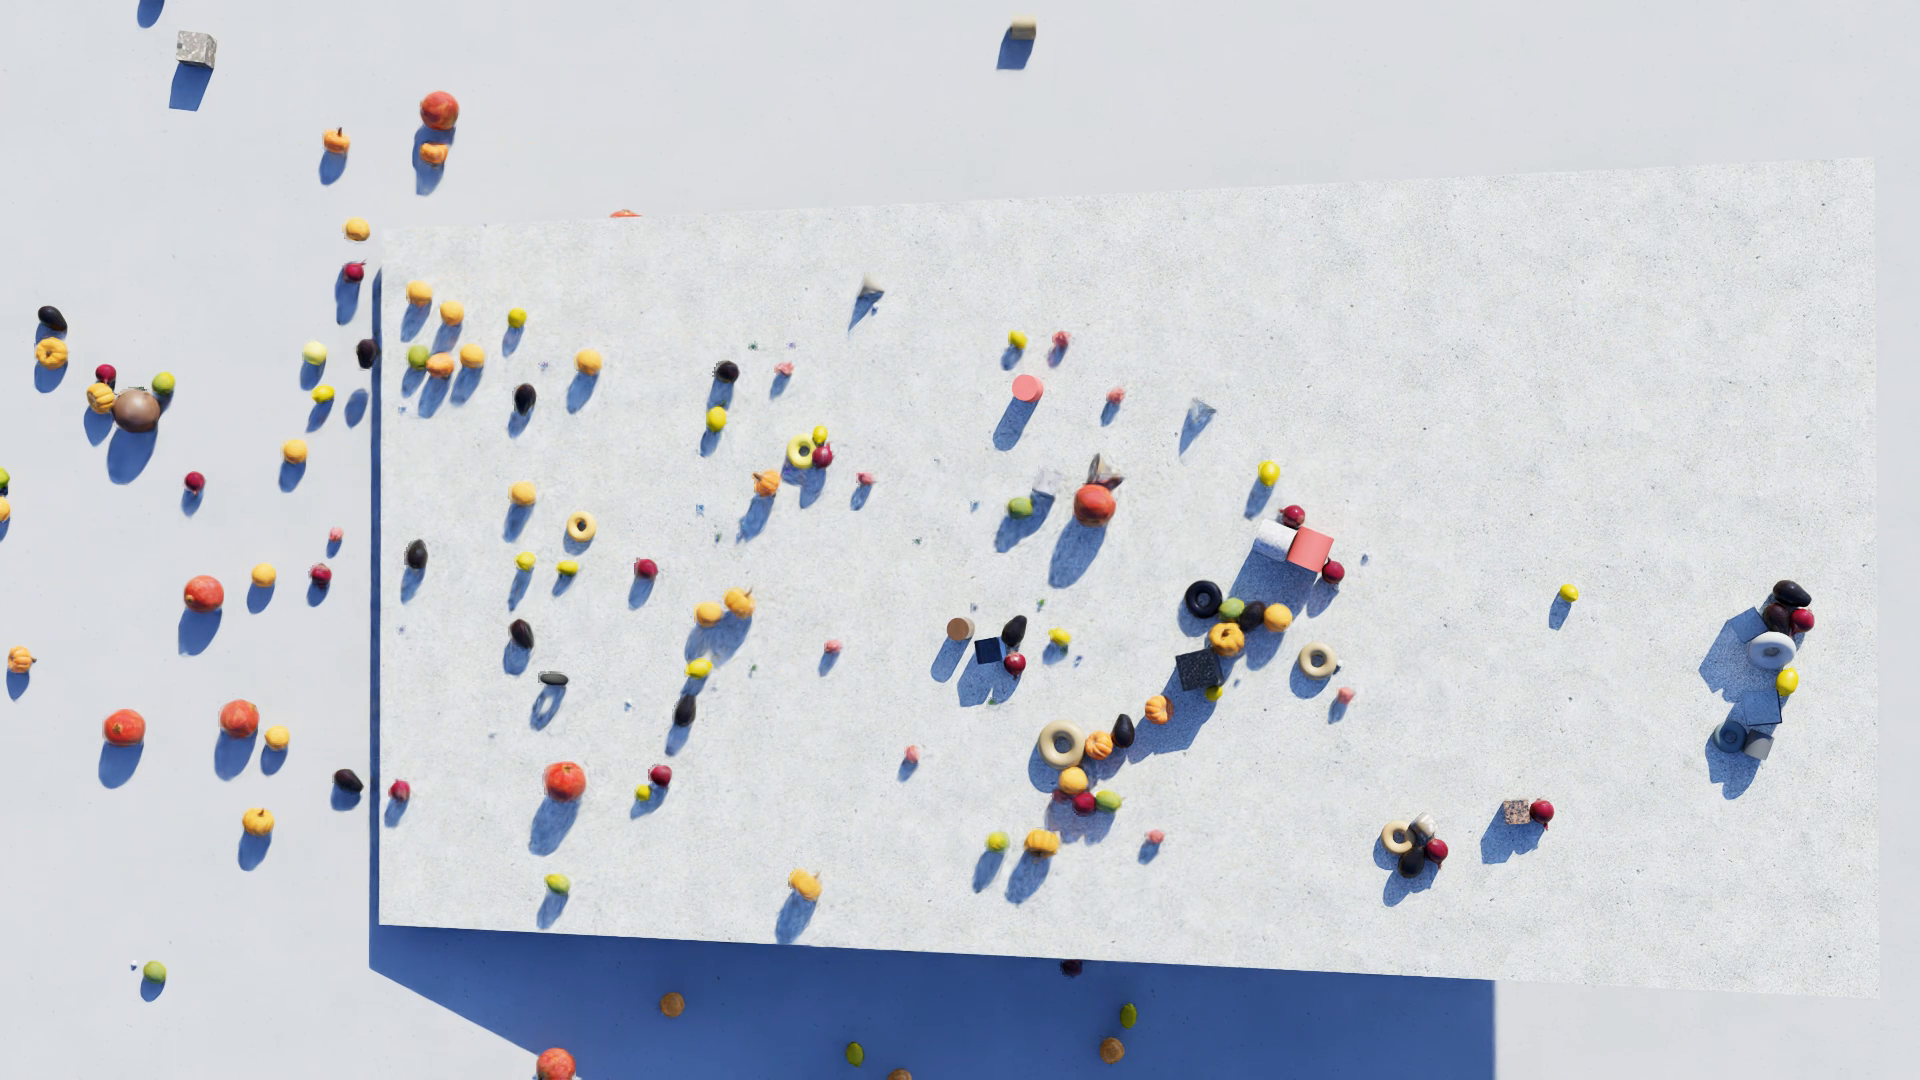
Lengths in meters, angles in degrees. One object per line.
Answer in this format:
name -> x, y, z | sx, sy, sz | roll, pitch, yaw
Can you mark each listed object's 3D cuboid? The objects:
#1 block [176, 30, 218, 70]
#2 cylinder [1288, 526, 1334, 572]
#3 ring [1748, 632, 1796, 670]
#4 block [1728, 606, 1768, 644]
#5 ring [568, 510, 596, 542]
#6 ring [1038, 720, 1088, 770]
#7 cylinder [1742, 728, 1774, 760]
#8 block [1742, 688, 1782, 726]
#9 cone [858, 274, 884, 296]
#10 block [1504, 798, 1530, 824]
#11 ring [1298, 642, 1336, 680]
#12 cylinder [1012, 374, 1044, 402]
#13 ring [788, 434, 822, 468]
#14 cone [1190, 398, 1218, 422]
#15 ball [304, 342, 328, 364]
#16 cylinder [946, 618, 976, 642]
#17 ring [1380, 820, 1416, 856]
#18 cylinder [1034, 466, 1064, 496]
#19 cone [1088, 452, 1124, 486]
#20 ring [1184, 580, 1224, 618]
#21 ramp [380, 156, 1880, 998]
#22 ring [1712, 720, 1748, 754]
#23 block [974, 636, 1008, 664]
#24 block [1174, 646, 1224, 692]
block -> -2.223, -1.427, 6.403 | 0.084, 0.084, 0.084 | 7, 89, 0
cylinder -> 0.884, 0.023, 5.546 | 0.093, 0.093, 0.093 | 22, 95, 0
ring -> 1.937, 0.264, 5.247 | 0.109, 0.036, 0.109 | 7, 131, 9
block -> 1.889, 0.203, 5.269 | 0.067, 0.067, 0.067 | -31, 81, 13
ring -> -1.056, -0.038, 6.138 | 0.088, 0.029, 0.088 | 0, 91, 16
ring -> 0.267, 0.535, 5.742 | 0.134, 0.045, 0.134 | 0, 90, 15
cylinder -> 1.910, 0.490, 5.262 | 0.059, 0.059, 0.059 | 19, 95, 0
block -> 1.915, 0.400, 5.252 | 0.078, 0.078, 0.078 | -7, 87, 16
cone -> -0.231, -0.676, 5.909 | 0.069, 0.069, 0.069 | 17, 89, -11
block -> 1.372, 0.667, 5.415 | 0.058, 0.058, 0.058 | -6, 88, 16
ring -> 0.905, 0.307, 5.568 | 0.099, 0.033, 0.099 | -1, 88, 16
cylinder -> 0.178, -0.398, 5.768 | 0.069, 0.069, 0.069 | 0, 89, 16
ring -> -0.422, -0.241, 5.958 | 0.098, 0.033, 0.098 | 0, 90, 15
cone -> 0.635, -0.333, 5.656 | 0.066, 0.066, 0.066 | 2, 89, -11
ball -> -1.876, -0.544, 6.399 | 0.067, 0.067, 0.067 | 0, 89, 0
cylinder -> 0.003, 0.235, 5.813 | 0.062, 0.062, 0.062 | 0, 89, 16
ring -> 1.099, 0.746, 5.507 | 0.089, 0.030, 0.089 | 0, 91, 16
cylinder -> 0.232, -0.154, 5.751 | 0.062, 0.062, 0.062 | 19, 94, 0
cone -> 0.390, -0.172, 5.718 | 0.091, 0.091, 0.091 | 16, 89, -11
ring -> 0.626, 0.151, 5.650 | 0.101, 0.034, 0.101 | -1, 88, 17
ramp -> 0.269, 0.096, 5.822 | 4.000, 0.100, 2.000 | 0, 89, 16
ring -> 1.855, 0.474, 5.296 | 0.080, 0.027, 0.080 | 0, 90, 17
block -> 0.081, 0.291, 5.788 | 0.064, 0.064, 0.064 | -11, 86, 16
block -> 0.613, 0.330, 5.620 | 0.093, 0.093, 0.093 | -14, 85, 15
